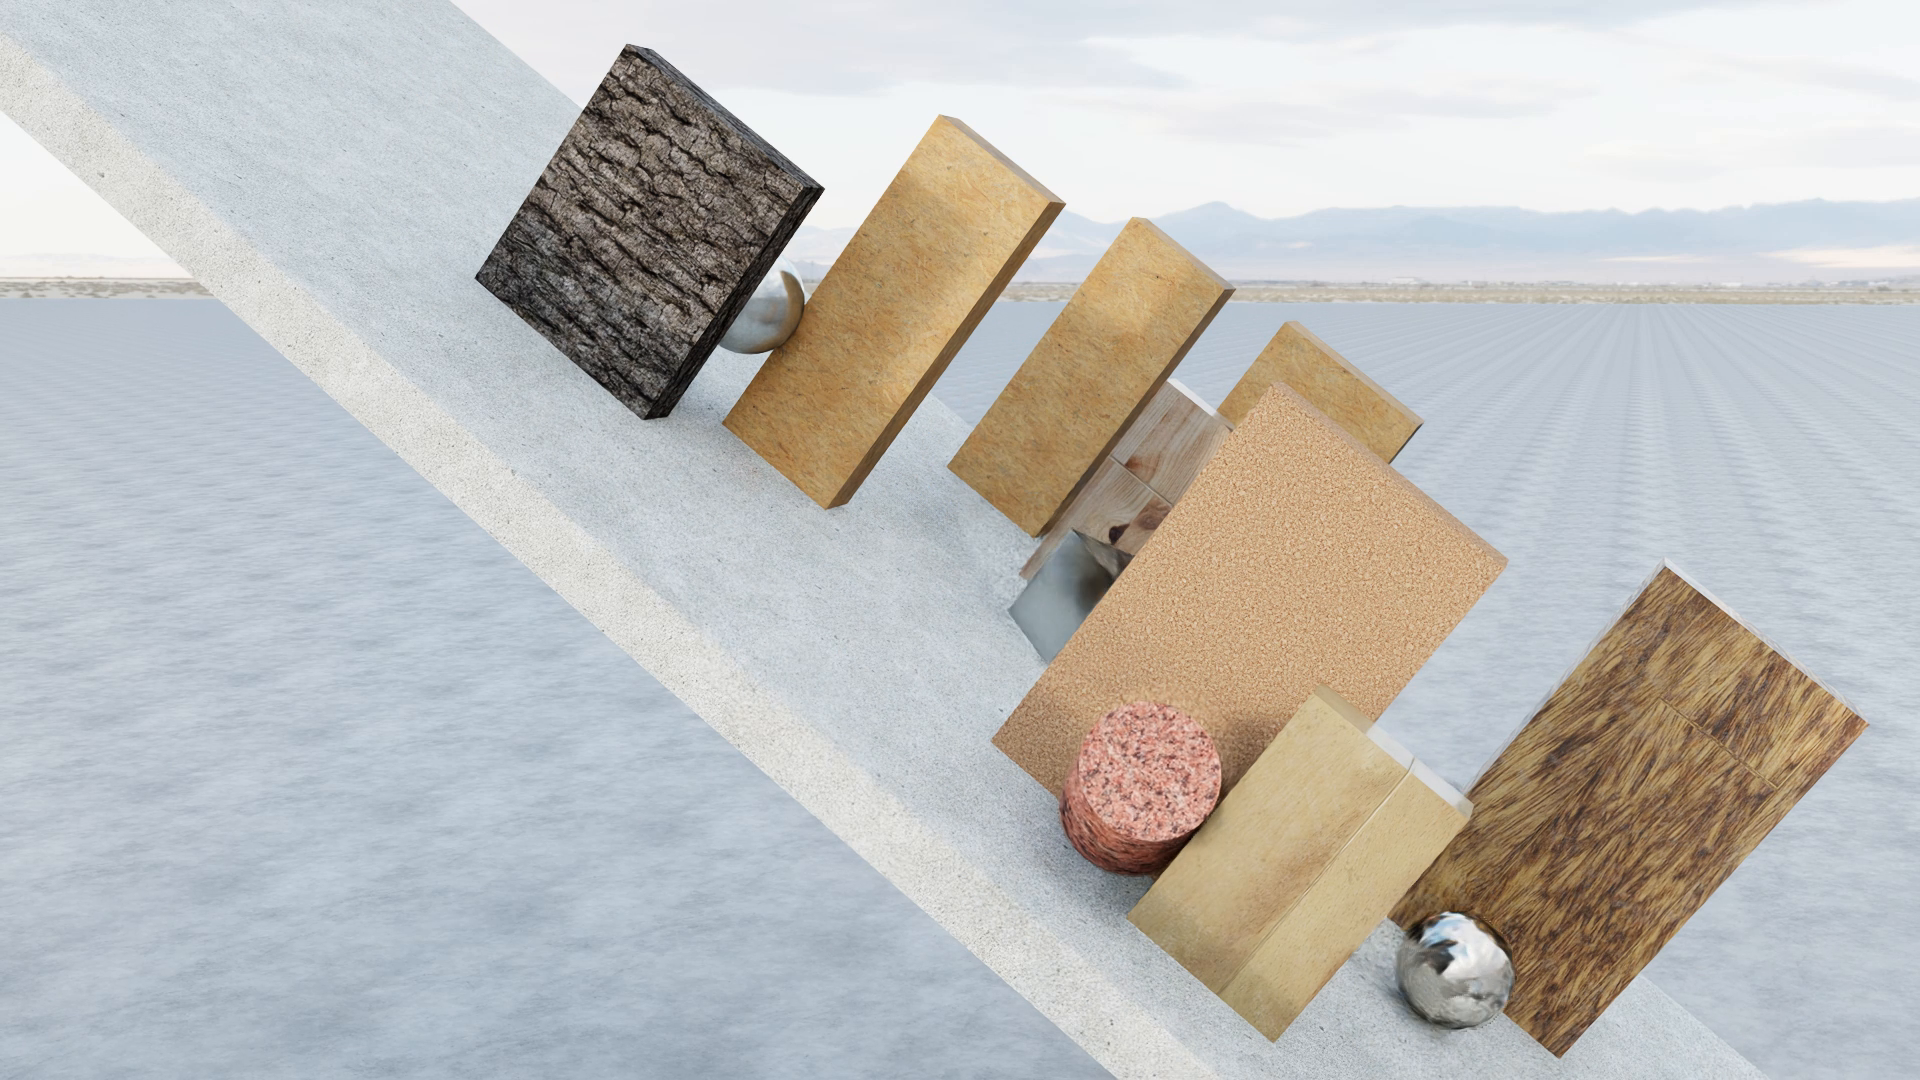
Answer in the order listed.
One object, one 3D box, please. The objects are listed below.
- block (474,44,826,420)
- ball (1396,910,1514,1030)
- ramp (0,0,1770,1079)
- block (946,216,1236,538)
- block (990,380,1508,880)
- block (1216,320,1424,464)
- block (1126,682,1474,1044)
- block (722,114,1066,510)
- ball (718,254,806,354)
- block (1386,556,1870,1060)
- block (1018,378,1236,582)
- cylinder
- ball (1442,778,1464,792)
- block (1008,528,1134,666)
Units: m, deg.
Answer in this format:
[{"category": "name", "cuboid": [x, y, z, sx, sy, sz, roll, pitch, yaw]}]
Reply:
[{"category": "block", "cuboid": [-0.526, -0.515, 3.701, 0.390, 0.483, 0.101, 40, 16, 9]}, {"category": "ball", "cuboid": [0.818, 0.710, 3.637, 0.193, 0.193, 0.193, 0, 7, 0]}, {"category": "ramp", "cuboid": [-0.044, 0.101, 4.060, 4.000, 0.100, 2.000, 40, 16, 9]}, {"category": "block", "cuboid": [0.271, -0.336, 4.585, 0.241, 0.652, 0.134, 40, 16, 9]}, {"category": "block", "cuboid": [0.435, 0.173, 3.377, 0.435, 0.715, 0.103, 40, 16, 9]}, {"category": "block", "cuboid": [0.616, -0.087, 4.587, 0.339, 0.668, 0.149, 40, 16, 9]}, {"category": "block", "cuboid": [0.488, 0.465, 3.174, 0.276, 0.439, 0.095, 40, 16, 9]}, {"category": "block", "cuboid": [-0.120, -0.397, 3.879, 0.247, 0.675, 0.115, 40, 16, 9]}, {"category": "ball", "cuboid": [-0.366, -0.419, 3.818, 0.194, 0.194, 0.194, 0, 7, 0]}, {"category": "block", "cuboid": [1.157, 0.477, 3.903, 0.423, 0.800, 0.132, 40, 16, 9]}, {"category": "block", "cuboid": [0.385, -0.025, 4.261, 0.315, 0.482, 0.085, 40, 16, 9]}, {"category": "cylinder", "cuboid": [0.263, 0.368, 3.244, 0.207, 0.207, 0.207, -1, -22, -6]}, {"category": "ball", "cuboid": [0.940, 0.560, 4.338, 0.184, 0.184, 0.184, 0, 7, 0]}, {"category": "block", "cuboid": [0.257, 0.141, 4.038, 0.200, 0.200, 0.200, 23, 21, -41]}]
